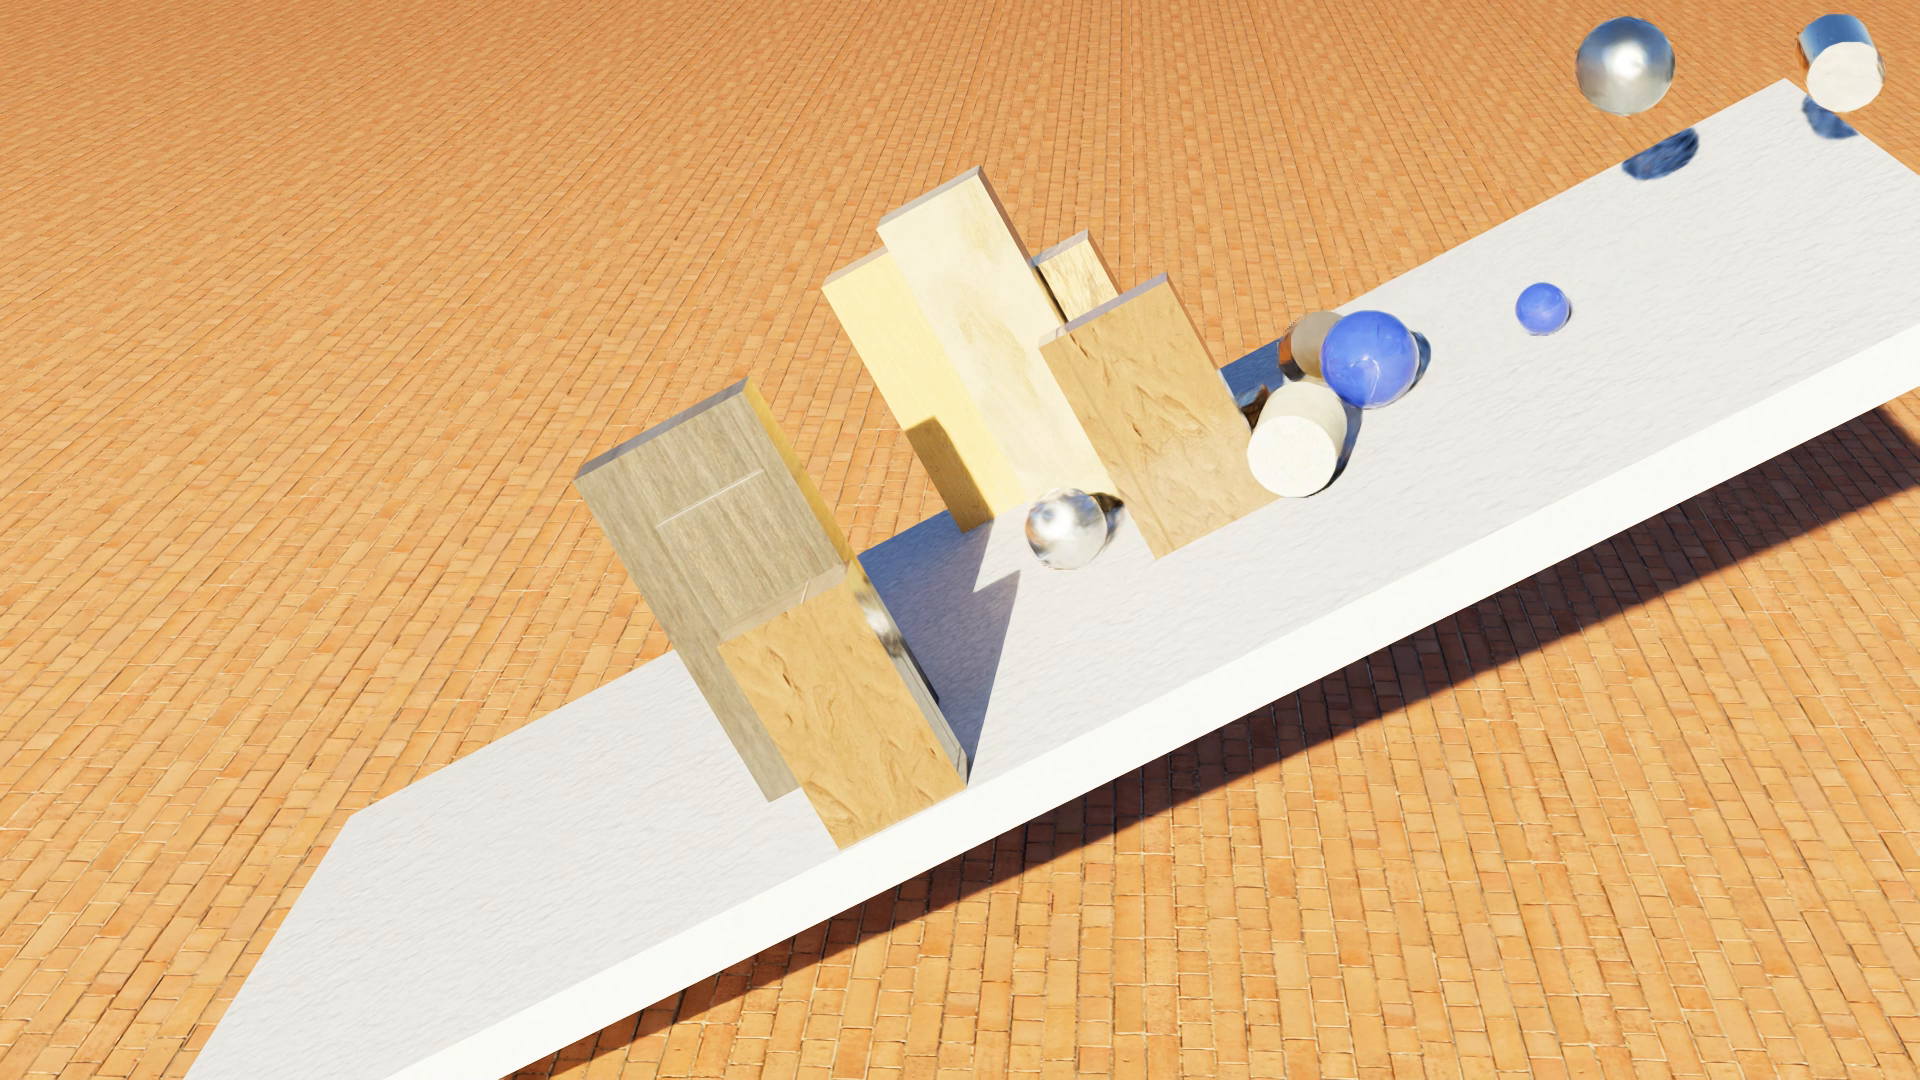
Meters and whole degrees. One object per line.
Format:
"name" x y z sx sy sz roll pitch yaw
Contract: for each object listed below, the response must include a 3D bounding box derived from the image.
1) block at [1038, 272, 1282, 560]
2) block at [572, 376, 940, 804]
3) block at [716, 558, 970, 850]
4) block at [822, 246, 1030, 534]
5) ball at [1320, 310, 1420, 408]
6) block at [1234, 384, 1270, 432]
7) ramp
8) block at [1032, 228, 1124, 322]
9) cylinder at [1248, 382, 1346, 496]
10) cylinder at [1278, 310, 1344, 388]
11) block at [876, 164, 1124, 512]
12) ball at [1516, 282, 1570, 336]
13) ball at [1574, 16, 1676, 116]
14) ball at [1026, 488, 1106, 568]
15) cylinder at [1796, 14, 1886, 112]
"block" 0.407 -0.250 5.952 0.290 0.505 0.092 -27 14 11
"block" -0.396 0.103 5.806 0.382 0.761 0.120 -27 14 11
"block" -0.209 0.303 5.380 0.266 0.451 0.129 -27 14 11
"block" 0.010 -0.401 6.912 0.377 0.676 0.119 -27 14 11
"ball" 0.852 -0.378 6.125 0.205 0.205 0.205 0 18 0
"block" 0.623 -0.253 6.350 0.107 0.107 0.107 -22 16 27
"ramp" 0.141 0.167 6.282 4.000 0.100 2.000 -27 14 11
"block" 0.263 -0.372 6.585 0.342 0.542 0.122 -27 14 11
"cylinder" 0.674 -0.201 5.871 0.175 0.175 0.175 4 26 13
"cylinder" 0.783 -0.414 6.425 0.150 0.150 0.150 -2 -7 -6
"block" 0.124 -0.409 6.467 0.249 0.797 0.121 -27 14 11
"ball" 1.185 -0.471 5.985 0.108 0.108 0.108 0 18 0
"ball" 1.302 -0.927 5.759 0.192 0.192 0.192 0 18 0
"ball" 0.224 -0.025 6.223 0.173 0.173 0.173 0 18 0
"cylinder" 1.747 -0.948 5.840 0.149 0.149 0.149 2 32 5
